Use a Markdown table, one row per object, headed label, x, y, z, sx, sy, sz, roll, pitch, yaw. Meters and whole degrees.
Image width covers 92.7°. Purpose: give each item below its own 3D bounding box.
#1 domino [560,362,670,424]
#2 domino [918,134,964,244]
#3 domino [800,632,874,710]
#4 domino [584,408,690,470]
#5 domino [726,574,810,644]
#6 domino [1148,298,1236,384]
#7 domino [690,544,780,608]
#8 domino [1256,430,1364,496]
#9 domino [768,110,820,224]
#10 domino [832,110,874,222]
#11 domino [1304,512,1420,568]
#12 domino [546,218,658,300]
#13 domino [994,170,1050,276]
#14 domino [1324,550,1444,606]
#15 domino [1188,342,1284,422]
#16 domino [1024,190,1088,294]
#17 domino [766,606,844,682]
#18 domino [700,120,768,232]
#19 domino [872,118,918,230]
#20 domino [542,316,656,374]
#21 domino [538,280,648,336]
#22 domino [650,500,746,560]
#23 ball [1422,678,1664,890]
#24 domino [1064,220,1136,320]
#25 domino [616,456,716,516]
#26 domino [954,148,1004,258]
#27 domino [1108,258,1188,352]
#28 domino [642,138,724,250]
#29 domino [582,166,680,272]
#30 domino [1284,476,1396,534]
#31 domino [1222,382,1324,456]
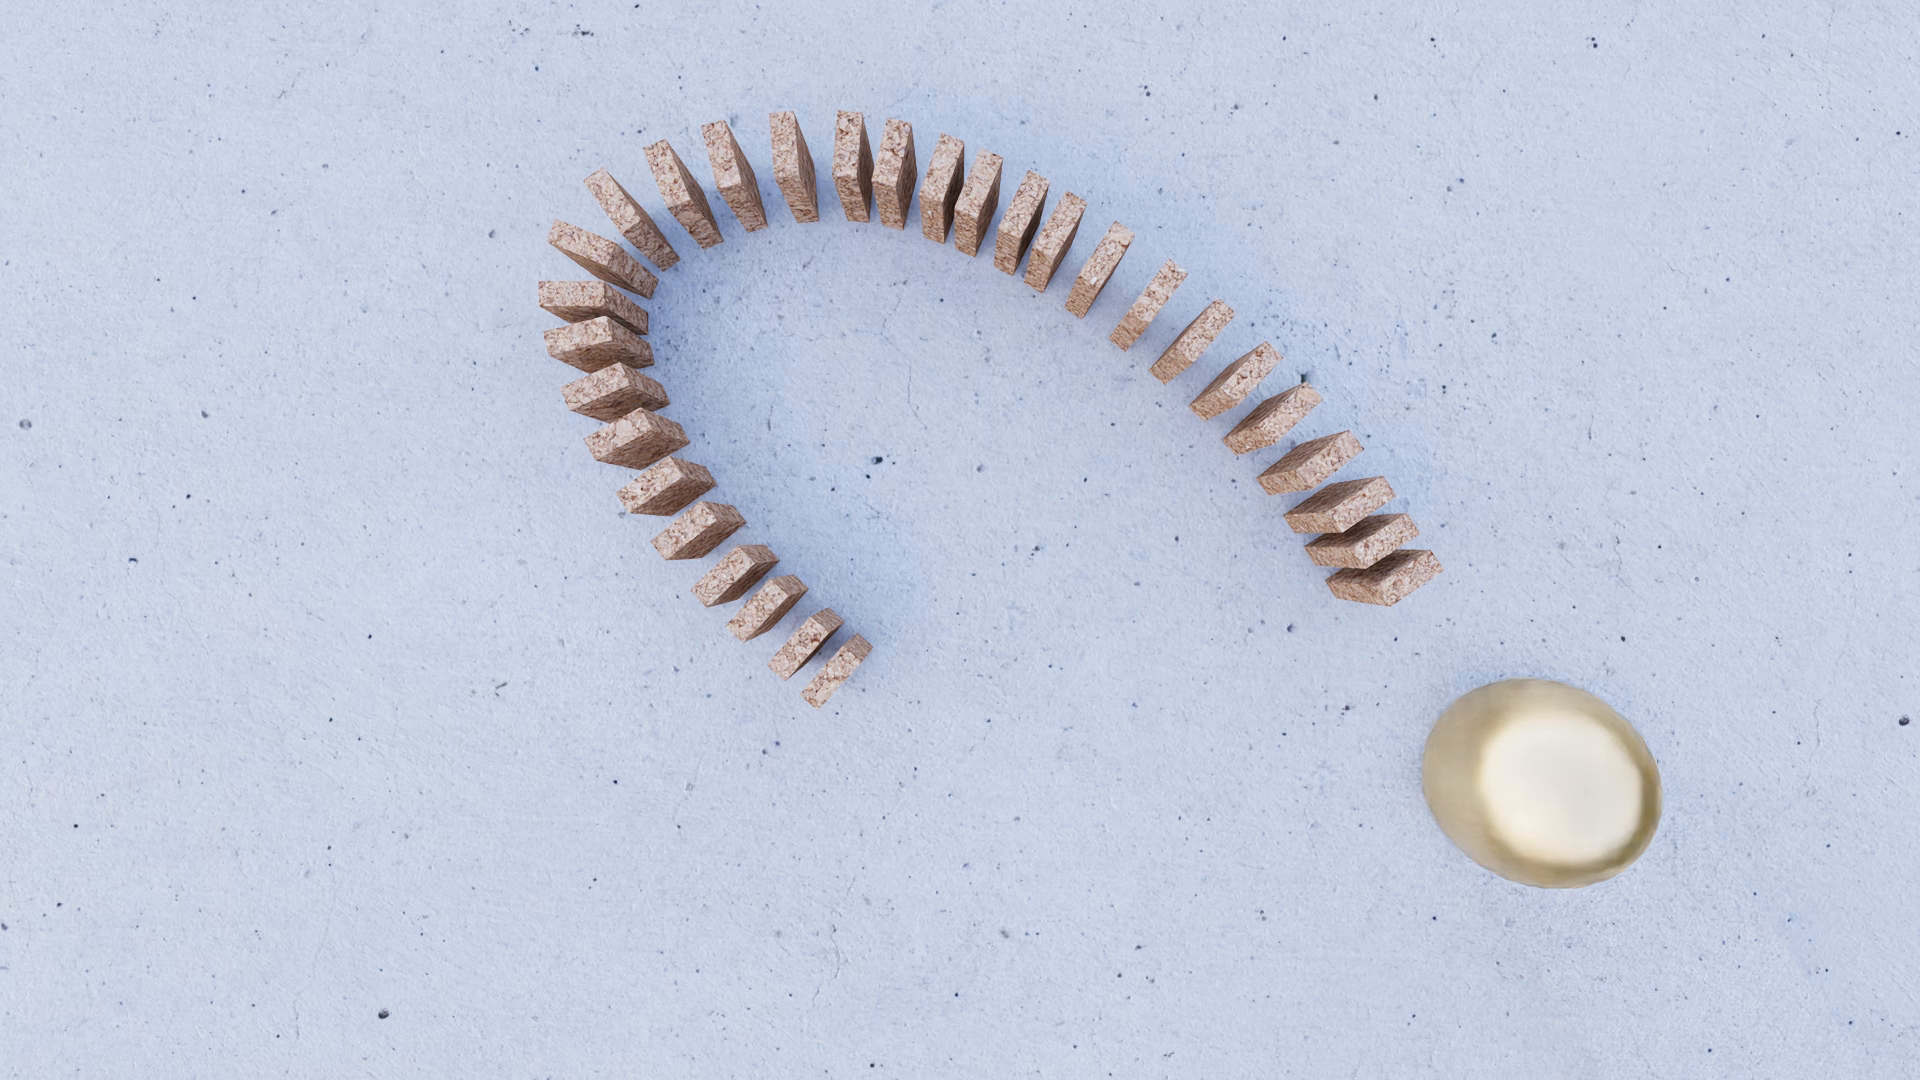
| label | x | y | z | sx | sy | sz | roll | pitch | yaw |
| --- | --- | --- | --- | --- | --- | --- | --- | --- | --- |
| domino | -0.140 | -0.059 | 0.375 | 0.025 | 0.050 | 0.010 | -23 | 90 | 0 |
| domino | -0.007 | -0.142 | 0.375 | 0.010 | 0.050 | 0.025 | 20 | 90 | 0 |
| domino | -0.050 | 0.053 | 0.375 | 0.010 | 0.050 | 0.025 | 42 | 90 | 0 |
| domino | -0.131 | -0.040 | 0.375 | 0.025 | 0.050 | 0.009 | -29 | 90 | 0 |
| domino | -0.078 | 0.027 | 0.375 | 0.010 | 0.050 | 0.025 | 44 | 90 | 0 |
| domino | 0.094 | -0.080 | 0.375 | 0.010 | 0.050 | 0.025 | 41 | 90 | 0 |
| domino | -0.091 | 0.014 | 0.375 | 0.025 | 0.050 | 0.009 | -43 | 90 | 0 |
| domino | 0.142 | -0.031 | 0.375 | 0.025 | 0.050 | 0.009 | -37 | 90 | 0 |
| domino | -0.067 | -0.151 | 0.375 | 0.009 | 0.050 | 0.025 | -5 | 90 | 0 |
| domino | -0.043 | -0.151 | 0.375 | 0.009 | 0.050 | 0.025 | 5 | 90 | 0 |
| domino | 0.163 | 0.000 | 0.375 | 0.025 | 0.050 | 0.010 | -32 | 90 | 0 |
| domino | -0.145 | -0.114 | 0.375 | 0.025 | 0.050 | 0.010 | 22 | 90 | 0 |
| domino | 0.025 | -0.128 | 0.375 | 0.009 | 0.050 | 0.025 | 28 | 90 | 0 |
| domino | 0.172 | 0.015 | 0.375 | 0.025 | 0.050 | 0.009 | -34 | 90 | 0 |
| domino | 0.112 | -0.064 | 0.375 | 0.009 | 0.050 | 0.025 | 44 | 90 | 0 |
| domino | 0.038 | -0.121 | 0.375 | 0.009 | 0.050 | 0.025 | 31 | 90 | 0 |
| domino | -0.062 | 0.042 | 0.375 | 0.009 | 0.050 | 0.025 | 42 | 90 | 0 |
| domino | -0.091 | -0.147 | 0.375 | 0.010 | 0.050 | 0.025 | -15 | 90 | 0 |
| domino | -0.026 | -0.148 | 0.375 | 0.009 | 0.050 | 0.025 | 14 | 90 | 0 |
| domino | -0.146 | -0.078 | 0.375 | 0.025 | 0.050 | 0.009 | -14 | 90 | 0 |
| domino | -0.148 | -0.094 | 0.375 | 0.025 | 0.050 | 0.009 | 0 | 90 | 0 |
| domino | -0.106 | -0.004 | 0.375 | 0.025 | 0.050 | 0.009 | -38 | 90 | 0 |
| ball | 0.226 | 0.095 | 0.360 | 0.080 | 0.080 | 0.080 | 0 | 90 | 0 |
| domino | 0.056 | -0.109 | 0.375 | 0.009 | 0.050 | 0.025 | 34 | 90 | 0 |
| domino | -0.119 | -0.021 | 0.375 | 0.025 | 0.050 | 0.010 | -34 | 90 | 0 |
| domino | 0.007 | -0.137 | 0.375 | 0.010 | 0.050 | 0.025 | 24 | 90 | 0 |
| domino | 0.076 | -0.095 | 0.375 | 0.010 | 0.050 | 0.025 | 38 | 90 | 0 |
| domino | -0.112 | -0.140 | 0.375 | 0.009 | 0.050 | 0.025 | -22 | 90 | 0 |
| domino | -0.133 | -0.130 | 0.375 | 0.009 | 0.050 | 0.025 | -36 | 90 | 0 |
| domino | 0.154 | -0.014 | 0.375 | 0.025 | 0.050 | 0.009 | -34 | 90 | 0 |
| domino | 0.126 | -0.049 | 0.375 | 0.025 | 0.050 | 0.009 | -43 | 90 | 0 |
